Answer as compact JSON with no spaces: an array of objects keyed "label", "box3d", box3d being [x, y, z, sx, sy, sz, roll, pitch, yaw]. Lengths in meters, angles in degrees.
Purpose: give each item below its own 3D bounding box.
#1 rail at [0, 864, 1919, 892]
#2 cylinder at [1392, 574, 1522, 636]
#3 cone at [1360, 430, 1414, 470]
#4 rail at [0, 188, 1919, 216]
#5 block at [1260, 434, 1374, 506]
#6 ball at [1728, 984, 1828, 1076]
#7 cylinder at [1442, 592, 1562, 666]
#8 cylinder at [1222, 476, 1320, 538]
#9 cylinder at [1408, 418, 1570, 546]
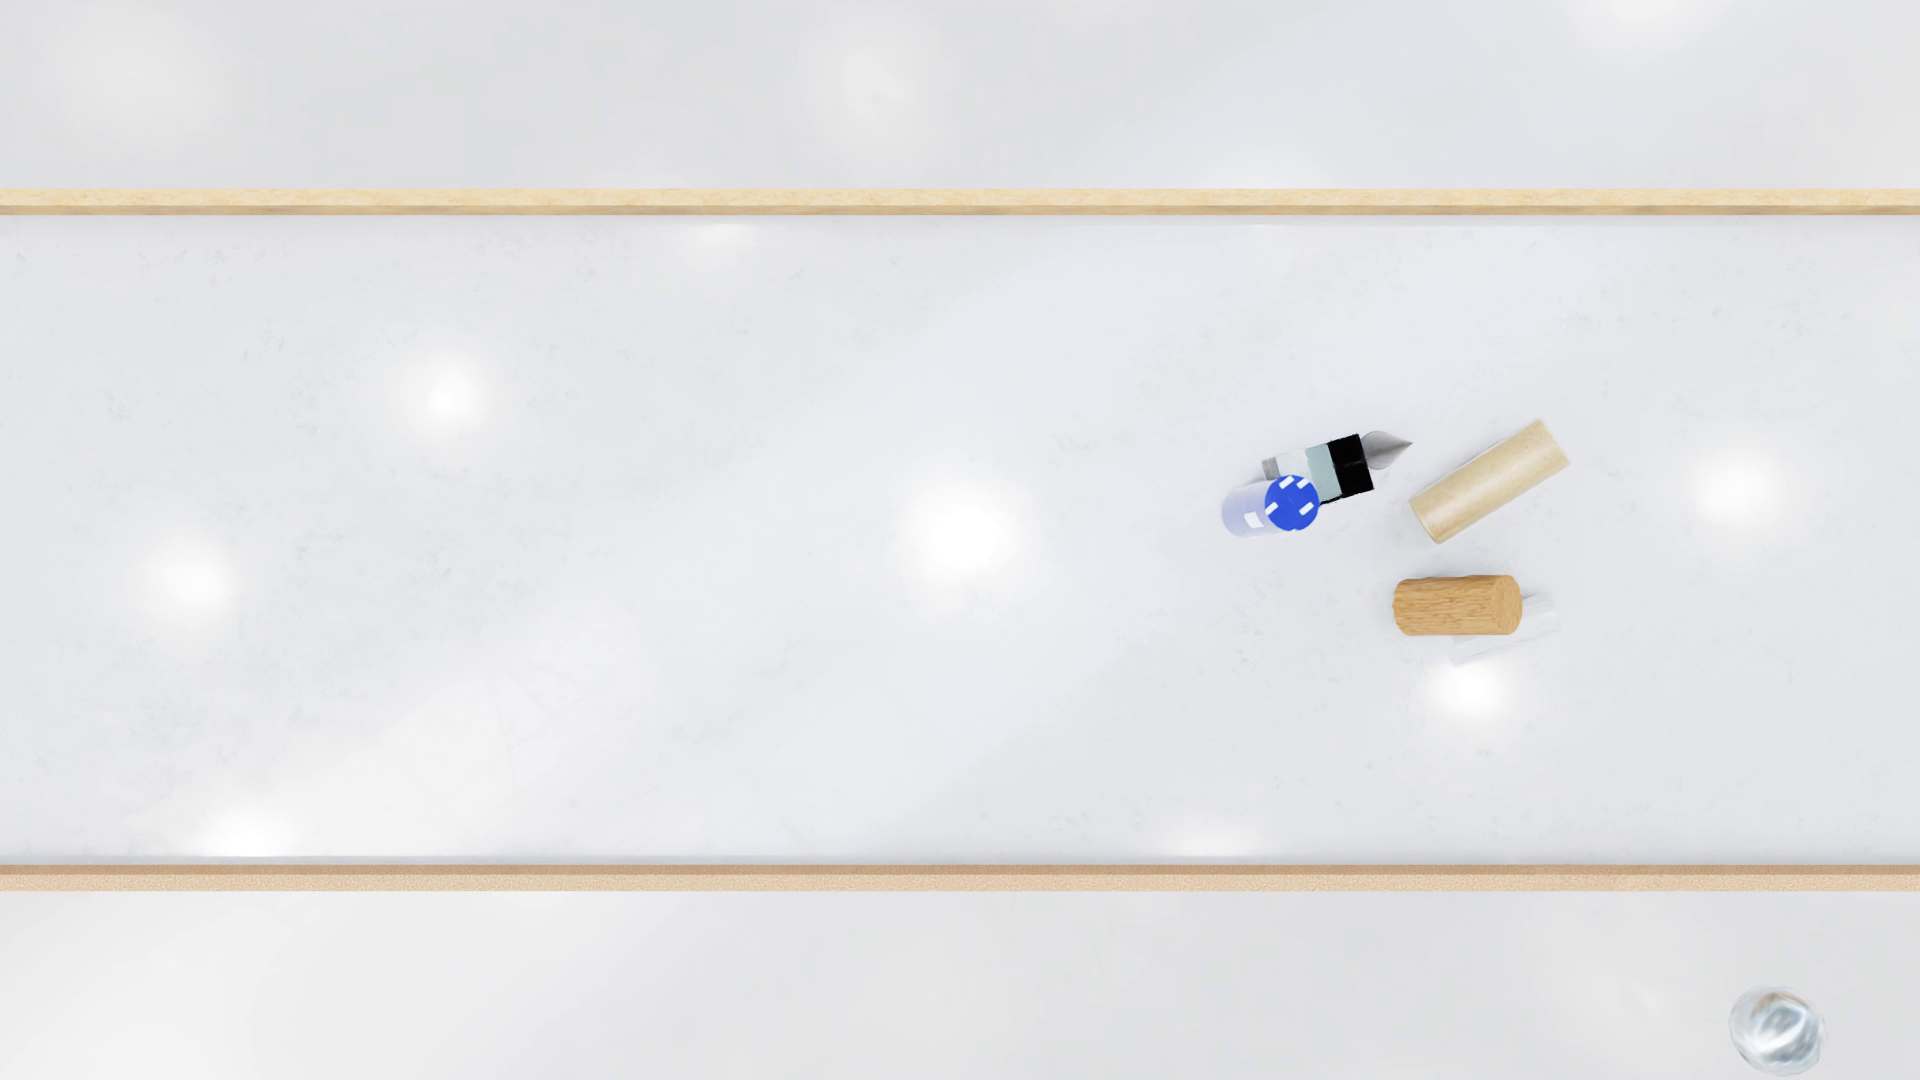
[{"label":"rail","box3d":[-2.247,1.025,5.001,12.000,0.150,0.050,0,90,0]},{"label":"cylinder","box3d":[1.476,0.195,4.899,0.175,0.324,0.175,4,84,-43]},{"label":"cone","box3d":[1.285,-0.276,4.872,0.121,0.409,0.121,0,90,0]},{"label":"rail","box3d":[-2.247,-1.025,5.002,12.000,0.150,0.050,0,90,0]},{"label":"block","box3d":[1.049,-0.193,4.868,0.167,0.400,0.167,-16,90,-7]},{"label":"ball","box3d":[2.448,1.467,4.940,0.266,0.266,0.266,0,90,0]},{"label":"cylinder","box3d":[1.642,0.272,5.012,0.326,0.130,0.130,-19,90,0]},{"label":"cylinder","box3d":[0.908,-0.094,4.854,0.160,0.427,0.160,0,87,-7]},{"label":"cylinder","box3d":[1.578,-0.172,4.929,0.446,0.166,0.166,-34,90,18]}]
